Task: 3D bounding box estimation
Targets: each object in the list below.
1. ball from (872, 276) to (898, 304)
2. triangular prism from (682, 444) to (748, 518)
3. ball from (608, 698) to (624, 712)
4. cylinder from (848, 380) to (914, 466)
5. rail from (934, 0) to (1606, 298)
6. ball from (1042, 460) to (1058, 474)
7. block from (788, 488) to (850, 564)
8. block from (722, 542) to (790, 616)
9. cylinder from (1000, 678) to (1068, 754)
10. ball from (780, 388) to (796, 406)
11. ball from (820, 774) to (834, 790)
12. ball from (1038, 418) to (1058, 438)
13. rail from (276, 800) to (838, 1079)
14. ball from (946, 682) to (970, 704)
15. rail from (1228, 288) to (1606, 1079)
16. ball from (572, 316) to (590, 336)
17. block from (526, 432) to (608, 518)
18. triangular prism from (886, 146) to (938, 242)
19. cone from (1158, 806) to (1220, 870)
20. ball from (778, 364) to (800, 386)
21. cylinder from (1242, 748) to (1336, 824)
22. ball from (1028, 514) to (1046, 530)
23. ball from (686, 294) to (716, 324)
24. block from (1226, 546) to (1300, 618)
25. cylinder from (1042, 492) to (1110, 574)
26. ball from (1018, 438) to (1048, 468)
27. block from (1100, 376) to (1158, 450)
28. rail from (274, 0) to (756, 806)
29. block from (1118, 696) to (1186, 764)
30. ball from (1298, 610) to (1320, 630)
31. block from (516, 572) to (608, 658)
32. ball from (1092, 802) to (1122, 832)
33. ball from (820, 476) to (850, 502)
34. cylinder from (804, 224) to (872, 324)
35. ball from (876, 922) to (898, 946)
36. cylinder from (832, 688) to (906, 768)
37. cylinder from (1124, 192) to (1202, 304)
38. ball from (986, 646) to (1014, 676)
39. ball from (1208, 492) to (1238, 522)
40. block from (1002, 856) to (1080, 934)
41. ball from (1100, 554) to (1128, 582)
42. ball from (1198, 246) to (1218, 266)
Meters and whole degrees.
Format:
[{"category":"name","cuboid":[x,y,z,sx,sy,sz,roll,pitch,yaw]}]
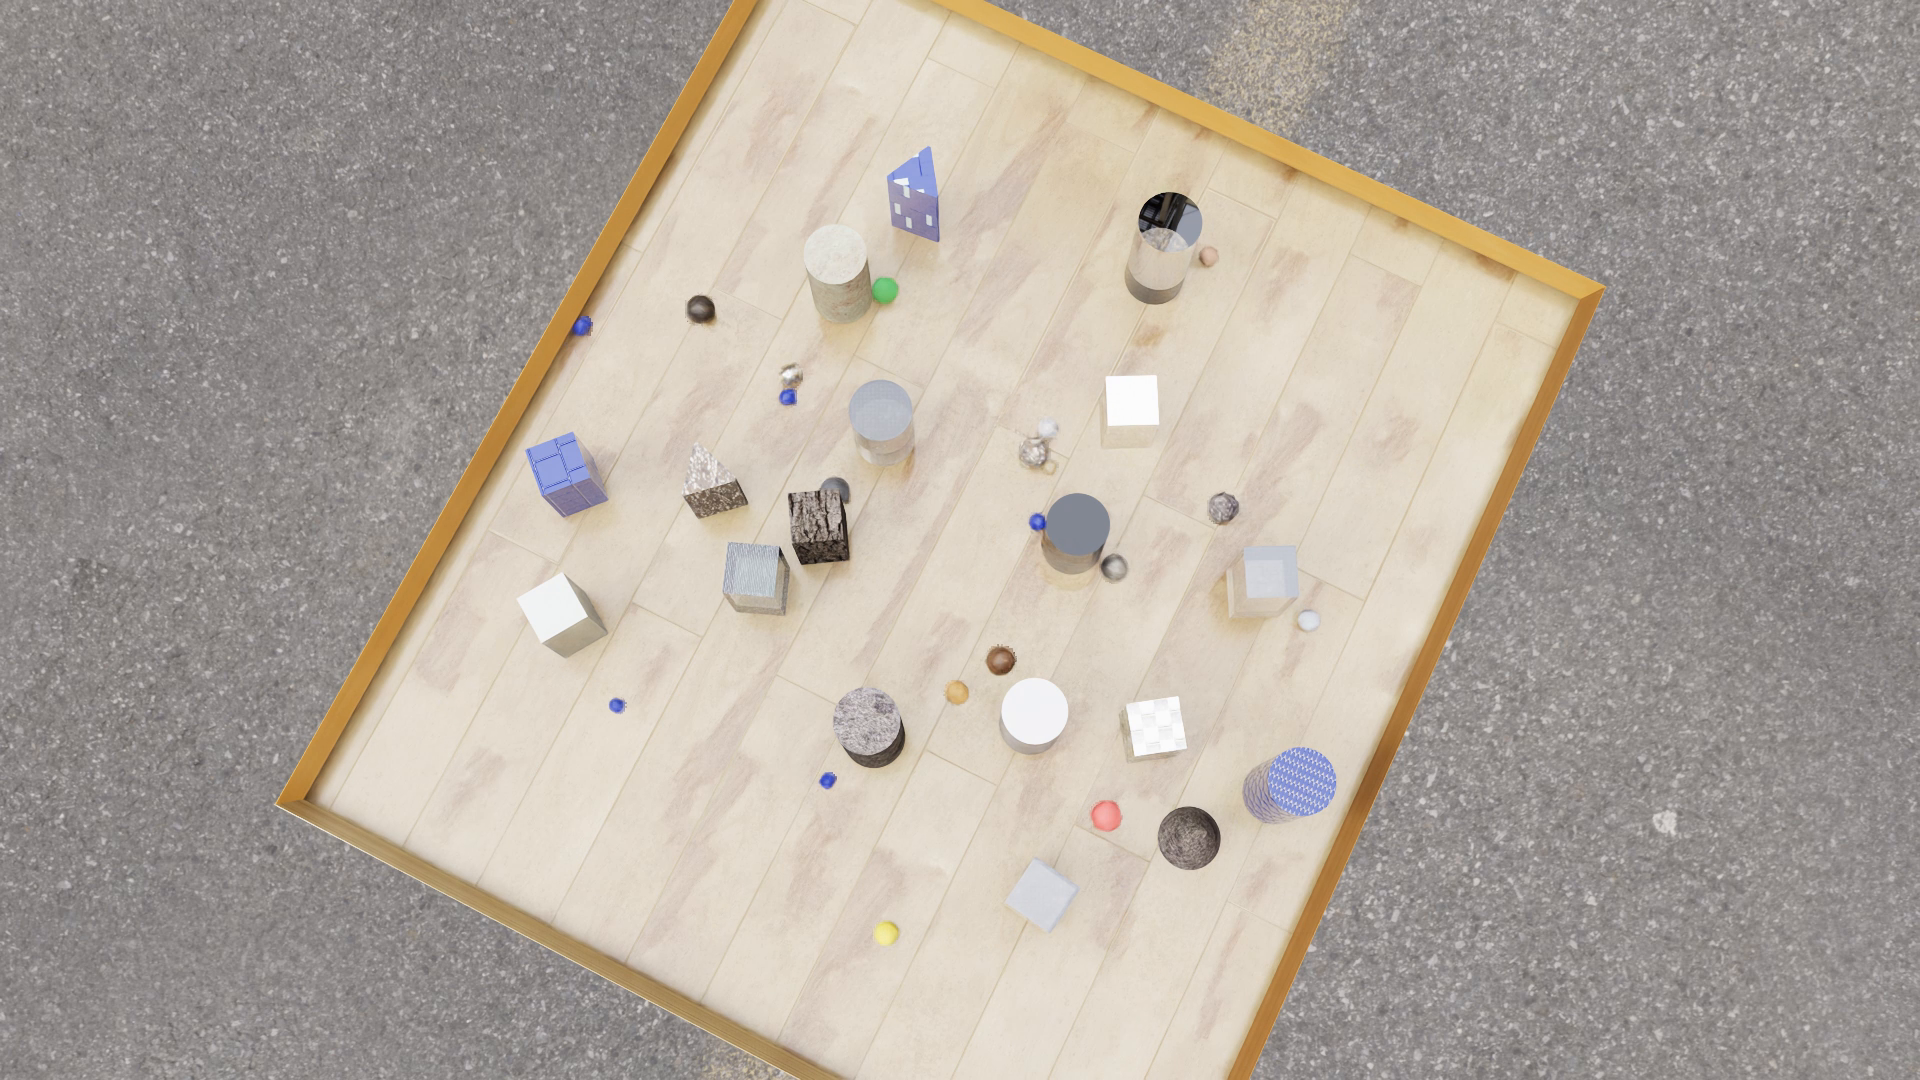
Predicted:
[{"category":"ball","cuboid":[-0.234,-0.783,5.736,0.083,0.083,0.083,0,78,0]},{"category":"triangular prism","cuboid":[-0.750,-0.187,5.493,0.162,0.317,0.141,-17,79,-3]},{"category":"ball","cuboid":[-1.030,0.496,5.491,0.045,0.045,0.045,0,78,0]},{"category":"cylinder","cuboid":[-0.233,-0.350,5.531,0.187,0.309,0.187,0,78,0]},{"category":"rail","cuboid":[0.706,-1.376,5.838,2.859,0.122,0.045,26,80,5]},{"category":"ball","cuboid":[0.277,-0.223,5.639,0.046,0.046,0.046,0,78,0]},{"category":"block","cuboid":[-0.418,-0.037,5.458,0.150,0.325,0.150,-5,78,-1]},{"category":"block","cuboid":[-0.600,0.118,5.421,0.150,0.335,0.150,5,78,1]},{"category":"cylinder","cuboid":[0.211,0.517,5.333,0.187,0.345,0.187,0,78,0]},{"category":"ball","cuboid":[-0.535,-0.443,5.681,0.052,0.052,0.052,0,78,0]},{"category":"ball","cuboid":[-0.395,0.717,5.445,0.046,0.046,0.046,0,78,0]},{"category":"ball","cuboid":[0.271,-0.345,5.655,0.065,0.065,0.065,0,78,0]},{"category":"rail","cuboid":[-0.706,1.389,5.266,2.859,0.122,0.045,26,80,5]},{"category":"ball","cuboid":[-0.008,0.458,5.486,0.070,0.070,0.070,0,78,0]},{"category":"rail","cuboid":[1.258,0.622,5.425,0.045,0.122,3.203,26,80,5]},{"category":"ball","cuboid":[-1.183,-0.668,5.725,0.057,0.057,0.057,0,78,0]},{"category":"block","cuboid":[-1.178,-0.193,5.505,0.150,0.296,0.150,-22,79,-4]},{"category":"triangular prism","cuboid":[-0.117,-1.076,5.649,0.162,0.372,0.141,21,79,4]},{"category":"cone","cuboid":[0.679,0.844,5.237,0.187,0.401,0.187,0,78,0]},{"category":"ball","cuboid":[-0.529,-0.514,5.687,0.069,0.069,0.069,0,78,0]},{"category":"cylinder","cuboid":[0.935,0.706,5.231,0.187,0.468,0.187,0,78,0]},{"category":"ball","cuboid":[0.237,-0.054,5.601,0.053,0.053,0.053,0,78,0]},{"category":"ball","cuboid":[-0.810,-0.721,5.719,0.091,0.091,0.091,0,78,0]},{"category":"block","cuboid":[0.890,0.127,5.409,0.150,0.356,0.150,-2,78,0]},{"category":"cylinder","cuboid":[0.343,-0.016,5.468,0.187,0.296,0.187,0,78,0]},{"category":"ball","cuboid":[0.225,-0.267,5.624,0.094,0.094,0.094,0,78,0]},{"category":"block","cuboid":[0.510,-0.384,5.553,0.150,0.279,0.150,-1,78,0]},{"category":"rail","cuboid":[-1.258,-0.609,5.679,0.045,0.122,3.203,26,80,5]},{"category":"block","cuboid":[0.561,0.559,5.363,0.150,0.270,0.150,-8,78,-2]},{"category":"ball","cuboid":[1.052,0.241,5.533,0.066,0.066,0.066,0,78,0]},{"category":"block","cuboid":[-1.168,0.226,5.404,0.150,0.325,0.150,-30,80,-6]},{"category":"ball","cuboid":[0.432,0.815,5.402,0.090,0.090,0.090,0,78,0]},{"category":"ball","cuboid":[-0.384,-0.148,5.599,0.093,0.093,0.093,0,78,0]},{"category":"cylinder","cuboid":[-0.369,-0.808,5.597,0.187,0.365,0.187,0,78,0]},{"category":"ball","cuboid":[-0.213,1.148,5.344,0.069,0.069,0.069,0,78,0]},{"category":"cylinder","cuboid":[-0.257,0.544,5.272,0.187,0.454,0.187,0,78,0]},{"category":"cylinder","cuboid":[0.613,-0.879,5.562,0.187,0.462,0.187,0,78,0]},{"category":"ball","cuboid":[0.120,0.363,5.497,0.087,0.087,0.087,0,78,0]},{"category":"ball","cuboid":[0.804,-0.099,5.590,0.093,0.093,0.093,0,78,0]},{"category":"block","cuboid":[0.228,1.012,5.216,0.150,0.374,0.150,34,80,7]},{"category":"ball","cuboid":[0.469,0.083,5.557,0.083,0.083,0.083,0,78,0]},{"category":"ball","cuboid":[0.781,-0.894,5.770,0.062,0.062,0.062,0,78,0]}]
